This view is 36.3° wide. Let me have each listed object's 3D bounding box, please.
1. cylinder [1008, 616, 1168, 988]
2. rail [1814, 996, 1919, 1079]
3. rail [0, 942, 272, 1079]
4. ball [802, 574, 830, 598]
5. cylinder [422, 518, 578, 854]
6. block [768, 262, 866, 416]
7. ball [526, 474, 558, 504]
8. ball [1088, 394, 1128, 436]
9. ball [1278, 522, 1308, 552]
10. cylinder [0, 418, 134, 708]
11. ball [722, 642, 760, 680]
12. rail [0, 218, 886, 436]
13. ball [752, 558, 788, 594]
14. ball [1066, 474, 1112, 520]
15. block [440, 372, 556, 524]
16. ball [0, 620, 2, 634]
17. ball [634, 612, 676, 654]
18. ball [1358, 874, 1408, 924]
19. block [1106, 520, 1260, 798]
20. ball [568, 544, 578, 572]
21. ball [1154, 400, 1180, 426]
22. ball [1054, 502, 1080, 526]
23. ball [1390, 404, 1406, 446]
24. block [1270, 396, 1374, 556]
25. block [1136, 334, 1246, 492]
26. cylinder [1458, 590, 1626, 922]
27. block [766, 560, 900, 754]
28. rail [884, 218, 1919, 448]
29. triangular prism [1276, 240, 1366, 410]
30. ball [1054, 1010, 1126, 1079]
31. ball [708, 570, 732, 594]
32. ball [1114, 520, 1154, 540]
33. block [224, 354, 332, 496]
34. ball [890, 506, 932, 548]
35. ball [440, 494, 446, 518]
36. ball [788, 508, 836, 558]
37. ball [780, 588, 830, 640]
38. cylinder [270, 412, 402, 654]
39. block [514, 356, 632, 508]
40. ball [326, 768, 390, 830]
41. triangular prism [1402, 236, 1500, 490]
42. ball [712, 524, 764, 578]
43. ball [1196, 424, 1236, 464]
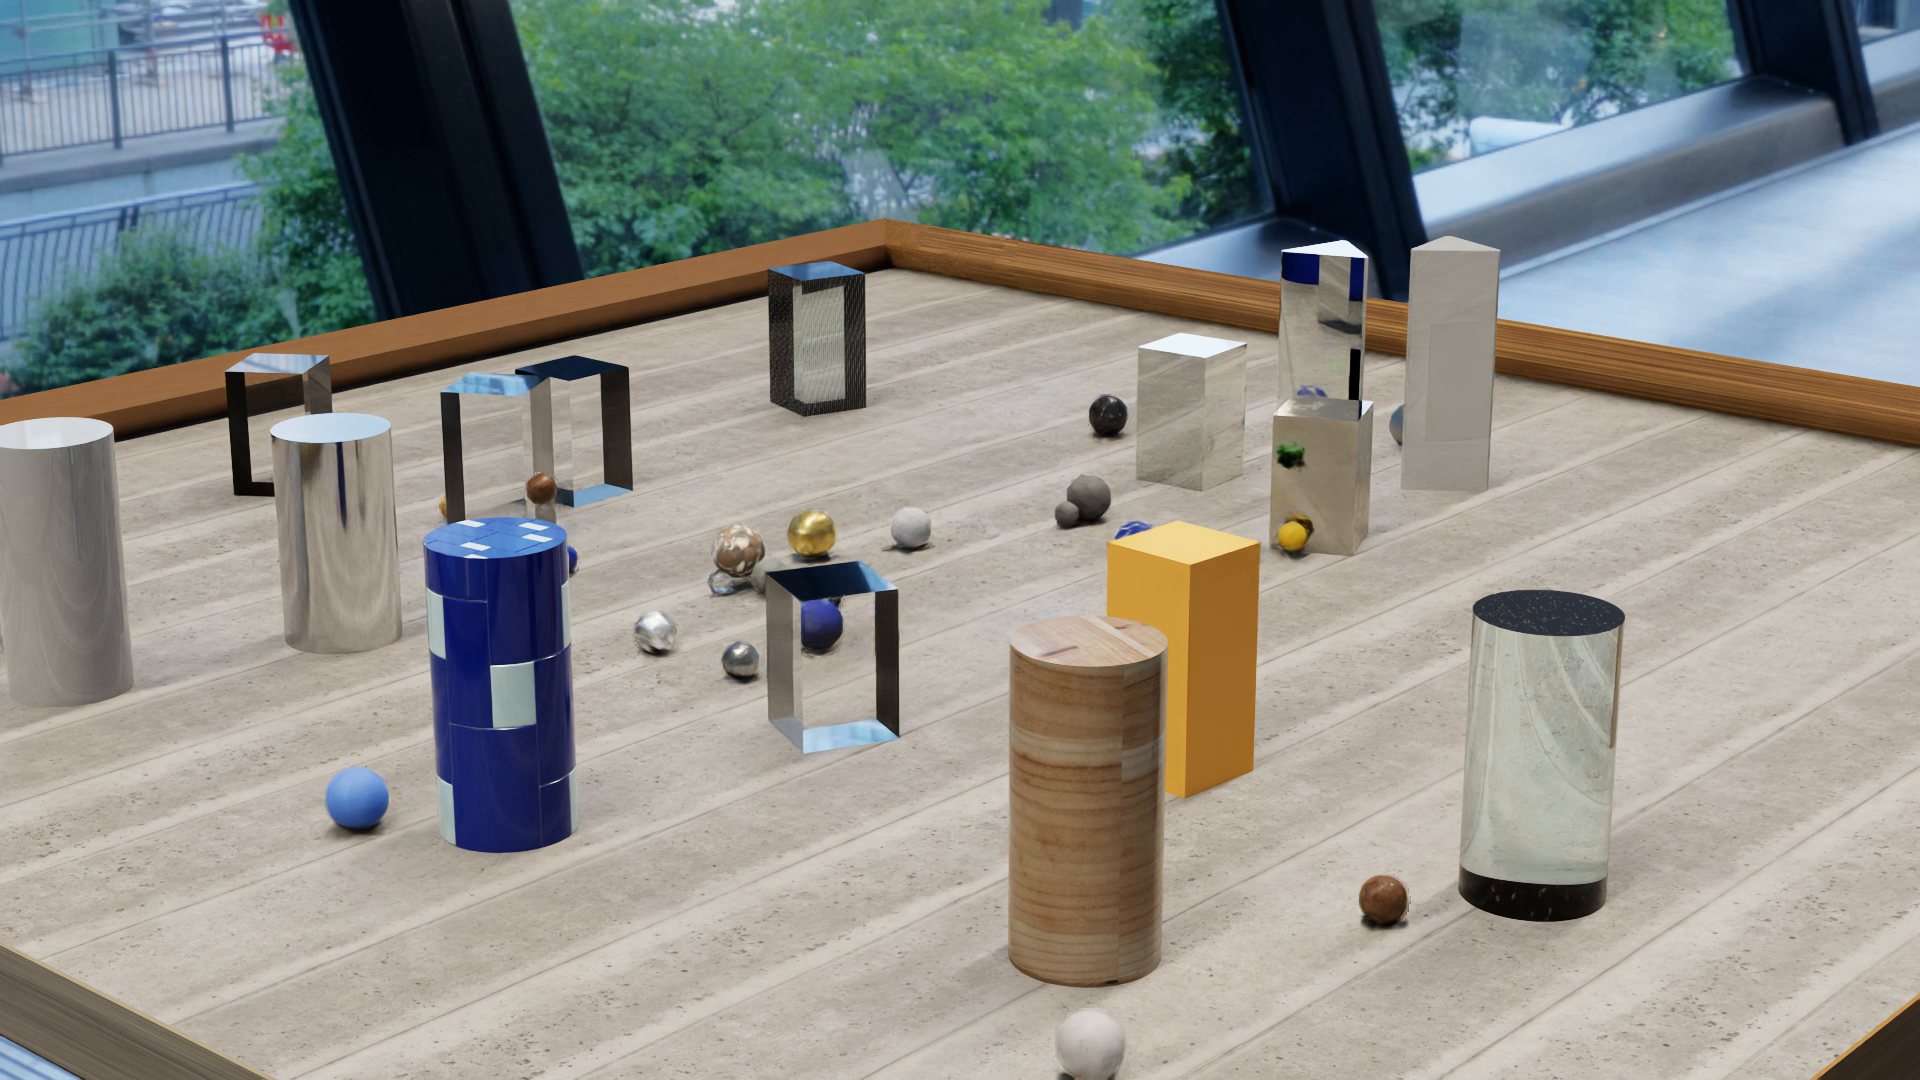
[{"bbox_3d":[0.158,0.324,3.648,0.194,0.419,0.194,0,17,0],"label":"cylinder"},{"bbox_3d":[1.529,0.415,3.850,0.045,0.126,4.099,14,22,39],"label":"rail"},{"bbox_3d":[-1.328,0.473,3.656,4.096,0.126,0.045,14,22,39],"label":"rail"},{"bbox_3d":[-0.251,0.082,5.092,0.048,0.048,0.048,0,17,0],"label":"ball"},{"bbox_3d":[-0.633,0.199,4.055,0.194,0.423,0.194,0,17,0],"label":"cylinder"},{"bbox_3d":[-0.311,-0.440,6.387,0.155,0.299,0.155,-10,19,-30],"label":"block"},{"bbox_3d":[-0.763,-0.093,5.348,0.056,0.056,0.056,0,17,0],"label":"ball"},{"bbox_3d":[0.312,-0.263,6.170,0.085,0.085,0.085,0,17,0],"label":"ball"},{"bbox_3d":[0.606,-0.006,5.343,0.054,0.054,0.054,0,17,0],"label":"ball"},{"bbox_3d":[-1.416,0.033,4.613,0.194,0.417,0.194,0,17,0],"label":"cylinder"},{"bbox_3d":[-0.352,0.193,4.701,0.061,0.061,0.061,0,17,0],"label":"ball"},{"bbox_3d":[-1.529,-0.352,6.391,0.045,0.126,4.099,14,22,39],"label":"rail"},{"bbox_3d":[-0.331,0.063,5.124,0.066,0.066,0.066,0,17,0],"label":"ball"},{"bbox_3d":[0.244,-0.081,5.566,0.086,0.086,0.086,0,17,0],"label":"ball"},{"bbox_3d":[-0.852,-0.146,5.426,0.155,0.293,0.155,3,17,11],"label":"block"},{"bbox_3d":[-1.572,0.132,4.889,0.070,0.070,0.070,0,17,0],"label":"ball"},{"bbox_3d":[-0.501,0.152,4.824,0.069,0.069,0.069,0,17,0],"label":"ball"},{"bbox_3d":[0.548,0.465,3.795,0.064,0.064,0.064,0,17,0],"label":"ball"},{"bbox_3d":[0.322,0.172,4.269,0.155,0.352,0.155,16,23,42],"label":"block"},{"bbox_3d":[-0.710,0.034,5.239,0.055,0.055,0.055,0,17,0],"label":"ball"},{"bbox_3d":[0.441,-0.271,6.252,0.053,0.053,0.053,0,17,0],"label":"ball"},{"bbox_3d":[0.201,-0.048,5.525,0.048,0.048,0.048,0,17,0],"label":"ball"},{"bbox_3d":[0.937,-0.237,6.065,0.097,0.097,0.097,0,17,0],"label":"ball"},{"bbox_3d":[0.666,-0.120,5.403,0.155,0.254,0.155,5,18,17],"label":"block"},{"bbox_3d":[0.459,-0.255,5.825,0.155,0.270,0.155,12,21,35],"label":"block"},{"bbox_3d":[0.760,0.281,3.841,0.194,0.391,0.194,0,17,0],"label":"cylinder"},{"bbox_3d":[-0.194,0.176,4.451,0.155,0.239,0.155,-7,18,-22],"label":"block"},{"bbox_3d":[1.328,-0.410,6.585,4.096,0.126,0.045,14,22,39],"label":"rail"},{"bbox_3d":[0.721,-0.333,5.717,0.168,0.482,0.146,7,18,22],"label":"triangular prism"},{"bbox_3d":[0.150,0.582,3.373,0.083,0.083,0.083,0,17,0],"label":"ball"},{"bbox_3d":[-0.420,0.074,5.126,0.043,0.043,0.043,0,17,0],"label":"ball"},{"bbox_3d":[0.320,0.007,5.279,0.084,0.084,0.084,0,17,0],"label":"ball"},{"bbox_3d":[-1.333,-0.226,5.764,0.155,0.249,0.155,2,17,7],"label":"block"},{"bbox_3d":[-0.091,-0.023,5.392,0.076,0.076,0.076,0,17,0],"label":"ball"},{"bbox_3d":[-0.959,-0.065,5.565,0.056,0.056,0.056,0,17,0],"label":"ball"},{"bbox_3d":[-0.269,-0.012,5.331,0.090,0.090,0.090,0,17,0],"label":"ball"},{"bbox_3d":[-0.258,0.123,4.892,0.084,0.084,0.084,0,17,0],"label":"ball"},{"bbox_3d":[-1.032,-0.012,4.863,0.194,0.360,0.194,0,17,0],"label":"cylinder"},{"bbox_3d":[-0.753,-0.214,5.723,0.155,0.250,0.155,14,22,38],"label":"block"},{"bbox_3d":[-0.841,0.362,4.098,0.087,0.087,0.087,0,17,0],"label":"ball"},{"bbox_3d":[0.958,-0.349,5.775,0.168,0.479,0.146,1,17,3],"label":"triangular prism"},{"bbox_3d":[-0.390,0.020,5.155,0.094,0.094,0.094,0,17,0],"label":"ball"},{"bbox_3d":[0.520,-0.194,5.953,0.079,0.079,0.079,0,17,0],"label":"ball"}]
